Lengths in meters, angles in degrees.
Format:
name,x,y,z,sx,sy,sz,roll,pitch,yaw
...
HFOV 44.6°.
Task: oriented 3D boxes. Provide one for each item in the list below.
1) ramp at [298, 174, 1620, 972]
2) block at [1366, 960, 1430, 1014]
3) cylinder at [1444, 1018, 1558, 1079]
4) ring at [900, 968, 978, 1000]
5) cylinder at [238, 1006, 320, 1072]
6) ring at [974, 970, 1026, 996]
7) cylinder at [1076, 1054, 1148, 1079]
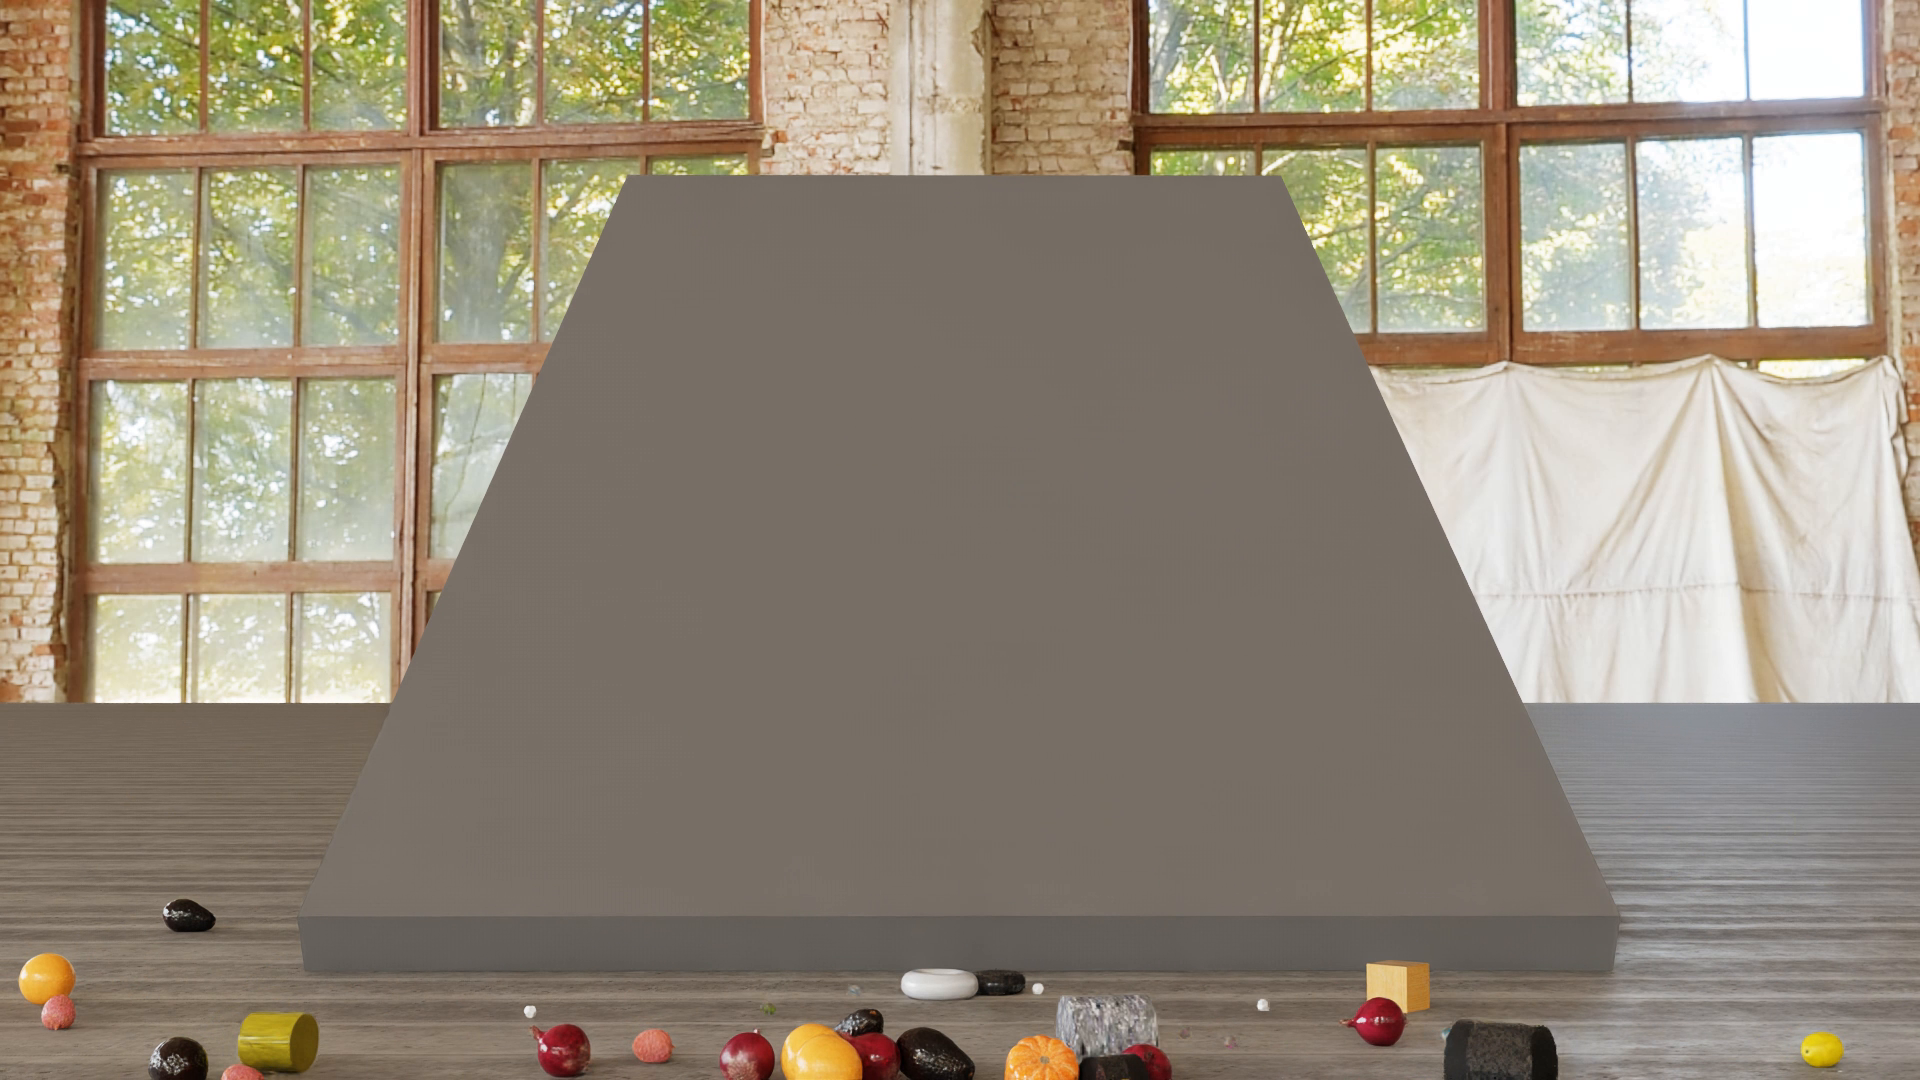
name,x,y,z,sx,sy,sz,roll,pitch,yaw
ramp,-0.009,-0.229,5.370,2.000,0.100,4.000,0,25,0
block,0.589,0.600,3.147,0.060,0.060,0.060,-3,-5,40
cylinder,0.552,0.536,2.389,0.087,0.087,0.087,-3,-5,36
ring,-0.028,0.620,3.266,0.109,0.036,0.109,1,-4,0
cylinder,-0.764,0.563,2.626,0.064,0.064,0.064,-25,-14,24
ring,0.051,0.627,3.316,0.086,0.029,0.086,-1,-3,0
cylinder,0.156,0.553,2.391,0.053,0.053,0.053,2,-5,-33
